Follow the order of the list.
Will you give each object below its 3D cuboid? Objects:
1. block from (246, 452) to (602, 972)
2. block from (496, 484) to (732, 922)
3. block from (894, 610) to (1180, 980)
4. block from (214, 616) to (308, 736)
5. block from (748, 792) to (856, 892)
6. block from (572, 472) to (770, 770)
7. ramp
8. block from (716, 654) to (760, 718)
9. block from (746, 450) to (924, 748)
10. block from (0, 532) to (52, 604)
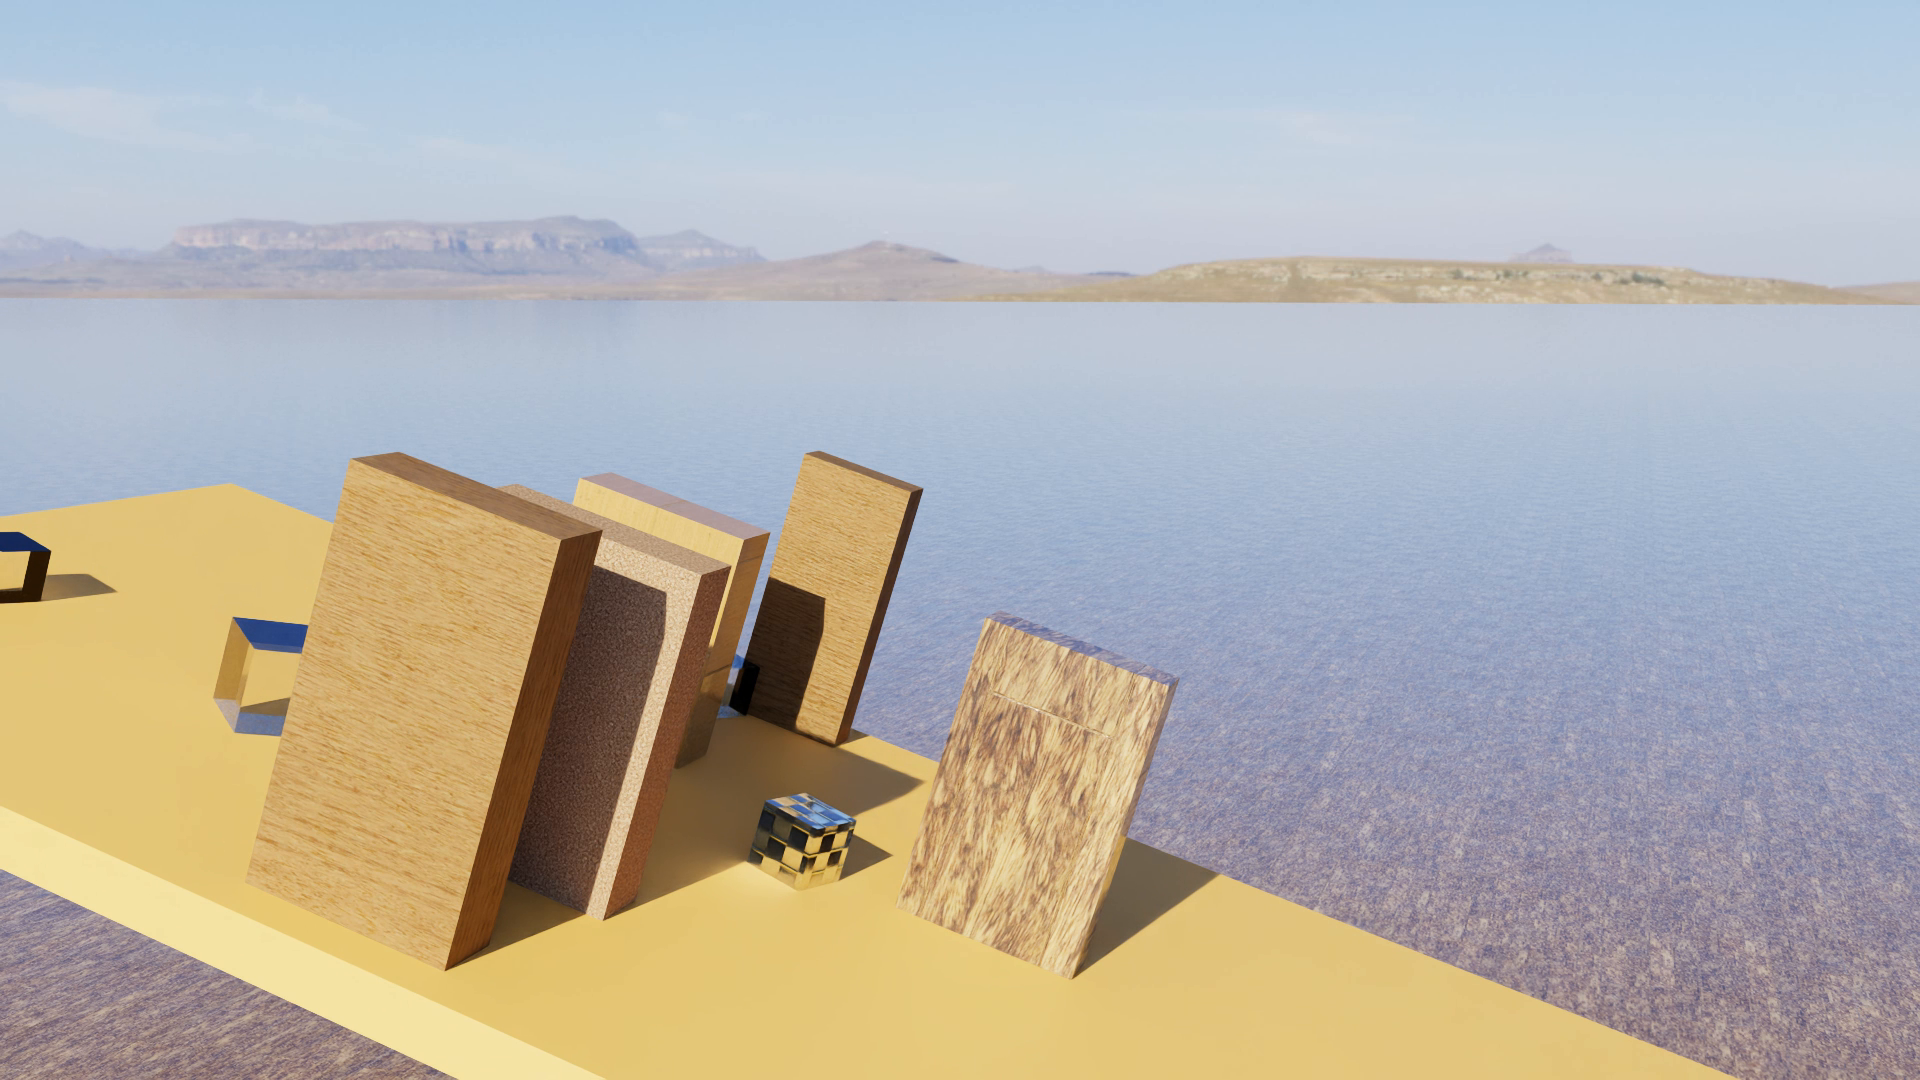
[{"bbox_3d":[-0.845,0.265,3.450,0.372,0.716,0.140,20,12,14],"label":"block"},{"bbox_3d":[-0.694,0.277,3.811,0.426,0.635,0.129,20,12,14],"label":"block"},{"bbox_3d":[0.142,0.480,4.160,0.367,0.599,0.096,20,12,14],"label":"block"},{"bbox_3d":[-1.295,0.262,4.173,0.168,0.168,0.168,9,14,-35],"label":"block"},{"bbox_3d":[-0.304,0.579,4.224,0.130,0.130,0.130,24,13,30],"label":"block"},{"bbox_3d":[-0.670,0.167,4.660,0.386,0.513,0.147,20,12,14],"label":"block"},{"bbox_3d":[-0.360,0.683,4.228,4.000,0.100,2.000,20,12,14],"label":"ramp"},{"bbox_3d":[-0.558,0.327,5.045,0.122,0.122,0.122,26,14,36],"label":"block"},{"bbox_3d":[-0.307,0.135,5.050,0.266,0.624,0.093,20,12,14],"label":"block"},{"bbox_3d":[-1.909,0.055,4.397,0.110,0.110,0.110,24,13,29],"label":"block"}]
